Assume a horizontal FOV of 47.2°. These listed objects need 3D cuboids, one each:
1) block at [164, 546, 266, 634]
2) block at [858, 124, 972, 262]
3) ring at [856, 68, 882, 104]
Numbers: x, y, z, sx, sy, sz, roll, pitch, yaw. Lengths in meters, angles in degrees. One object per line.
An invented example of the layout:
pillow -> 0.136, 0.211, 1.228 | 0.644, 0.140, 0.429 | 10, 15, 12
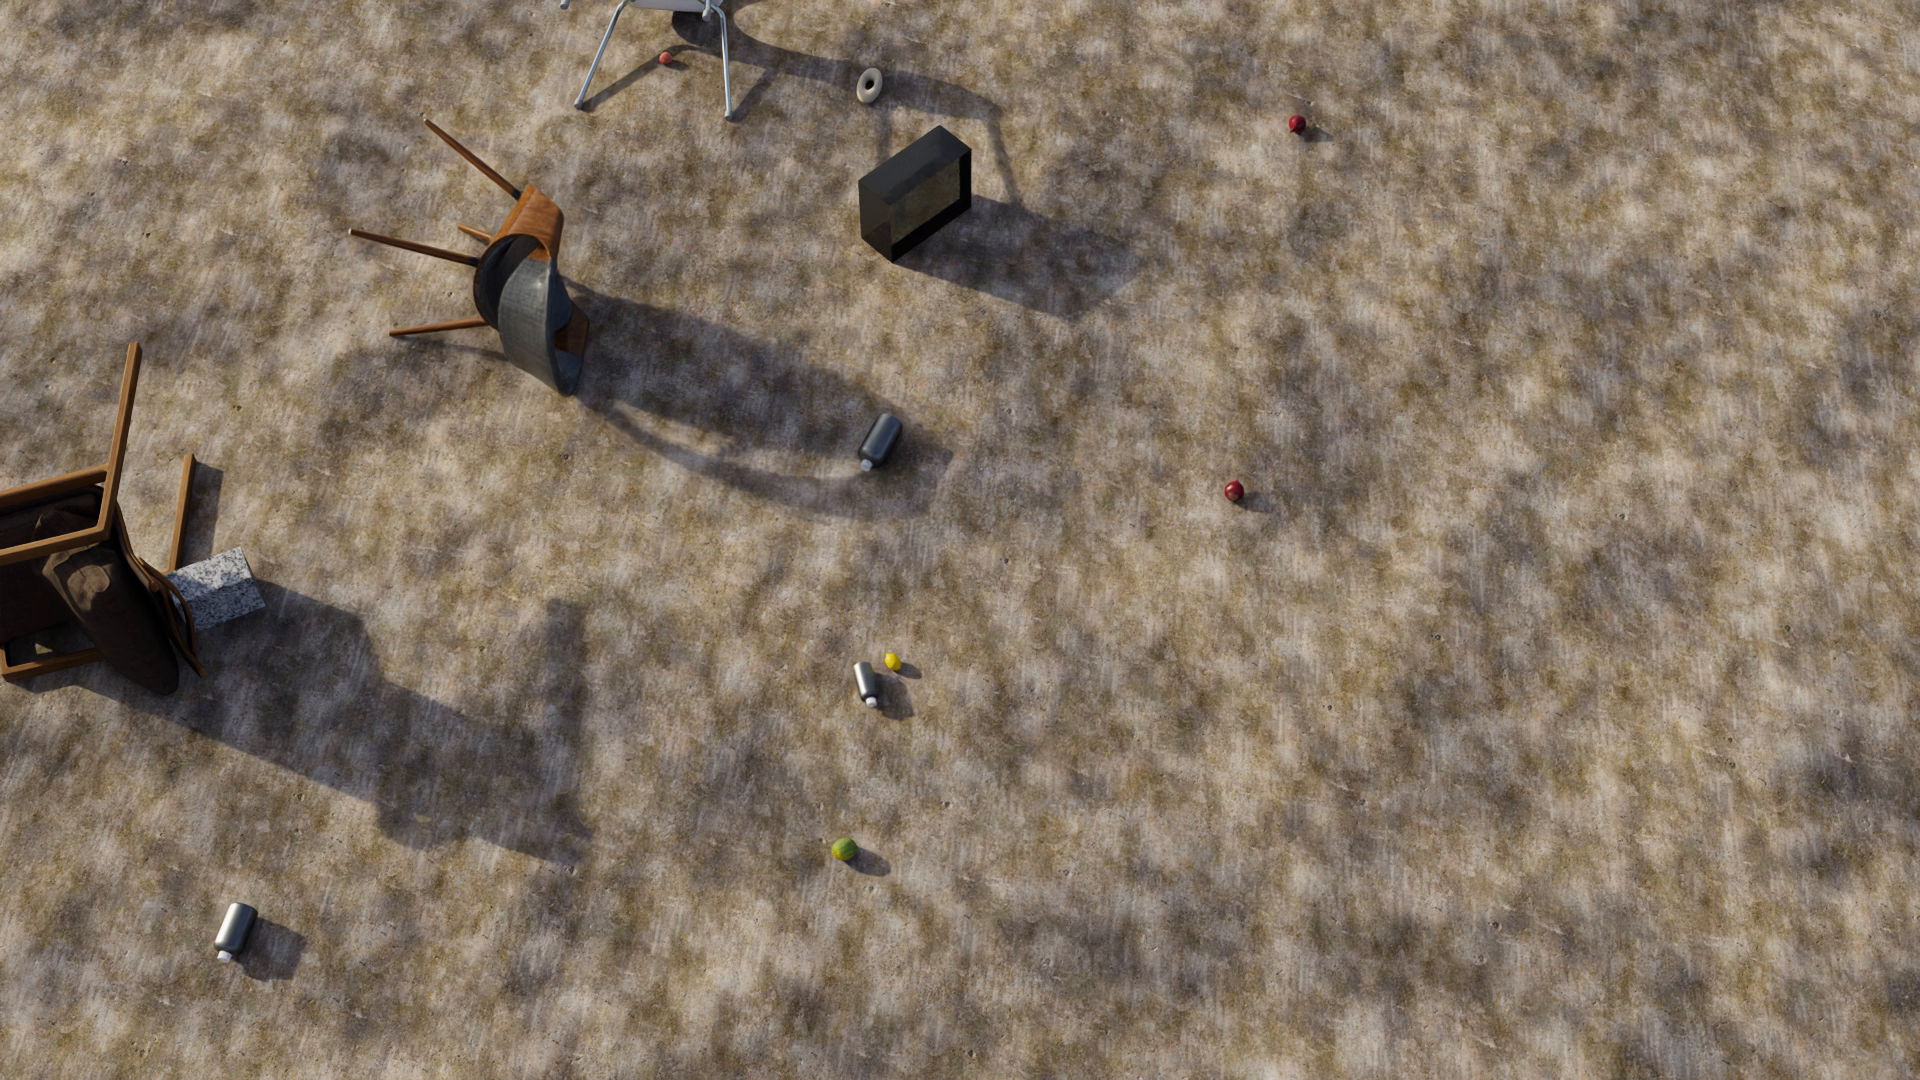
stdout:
block -> -2.160, 0.146, 6.380 | 0.221, 0.158, 0.117 | -22, 59, -14
block -> -0.144, -1.127, 7.165 | 0.357, 0.275, 0.150 | -38, 64, -23
ring -> -0.312, -1.572, 7.605 | 0.085, 0.040, 0.166 | 8, 56, 7
